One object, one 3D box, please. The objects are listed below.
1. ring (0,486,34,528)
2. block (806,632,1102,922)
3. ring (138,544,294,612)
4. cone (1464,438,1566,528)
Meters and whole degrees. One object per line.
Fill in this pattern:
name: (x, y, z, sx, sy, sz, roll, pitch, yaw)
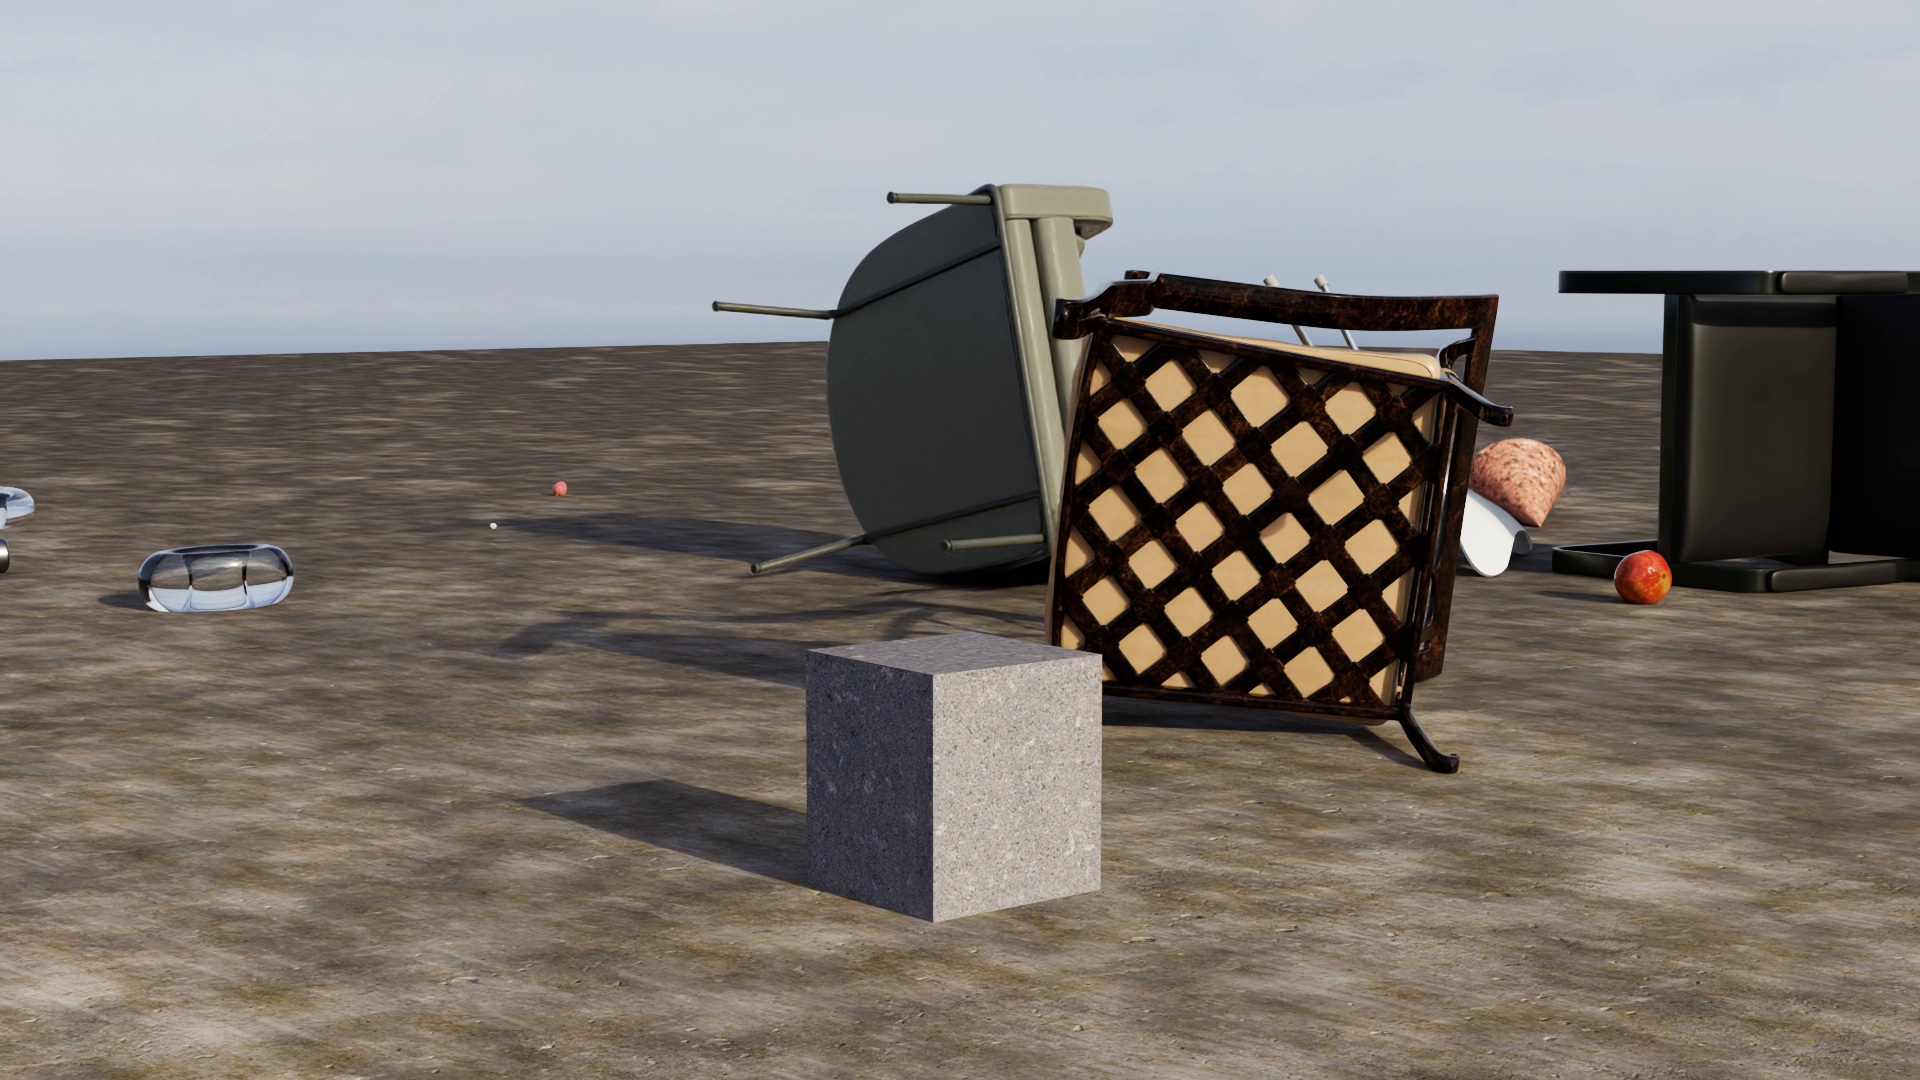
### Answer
ring: (-2.606, -0.082, 6.729, 0.299, 0.101, 0.381, 3, 6, 23)
block: (-0.007, 0.247, 2.763, 0.229, 0.256, 0.223, -5, 8, -38)
ring: (-1.479, 0.076, 5.103, 0.302, 0.119, 0.143, -4, 9, -23)
cone: (1.507, -0.099, 6.817, 0.297, 0.256, 0.220, 22, 31, -23)
